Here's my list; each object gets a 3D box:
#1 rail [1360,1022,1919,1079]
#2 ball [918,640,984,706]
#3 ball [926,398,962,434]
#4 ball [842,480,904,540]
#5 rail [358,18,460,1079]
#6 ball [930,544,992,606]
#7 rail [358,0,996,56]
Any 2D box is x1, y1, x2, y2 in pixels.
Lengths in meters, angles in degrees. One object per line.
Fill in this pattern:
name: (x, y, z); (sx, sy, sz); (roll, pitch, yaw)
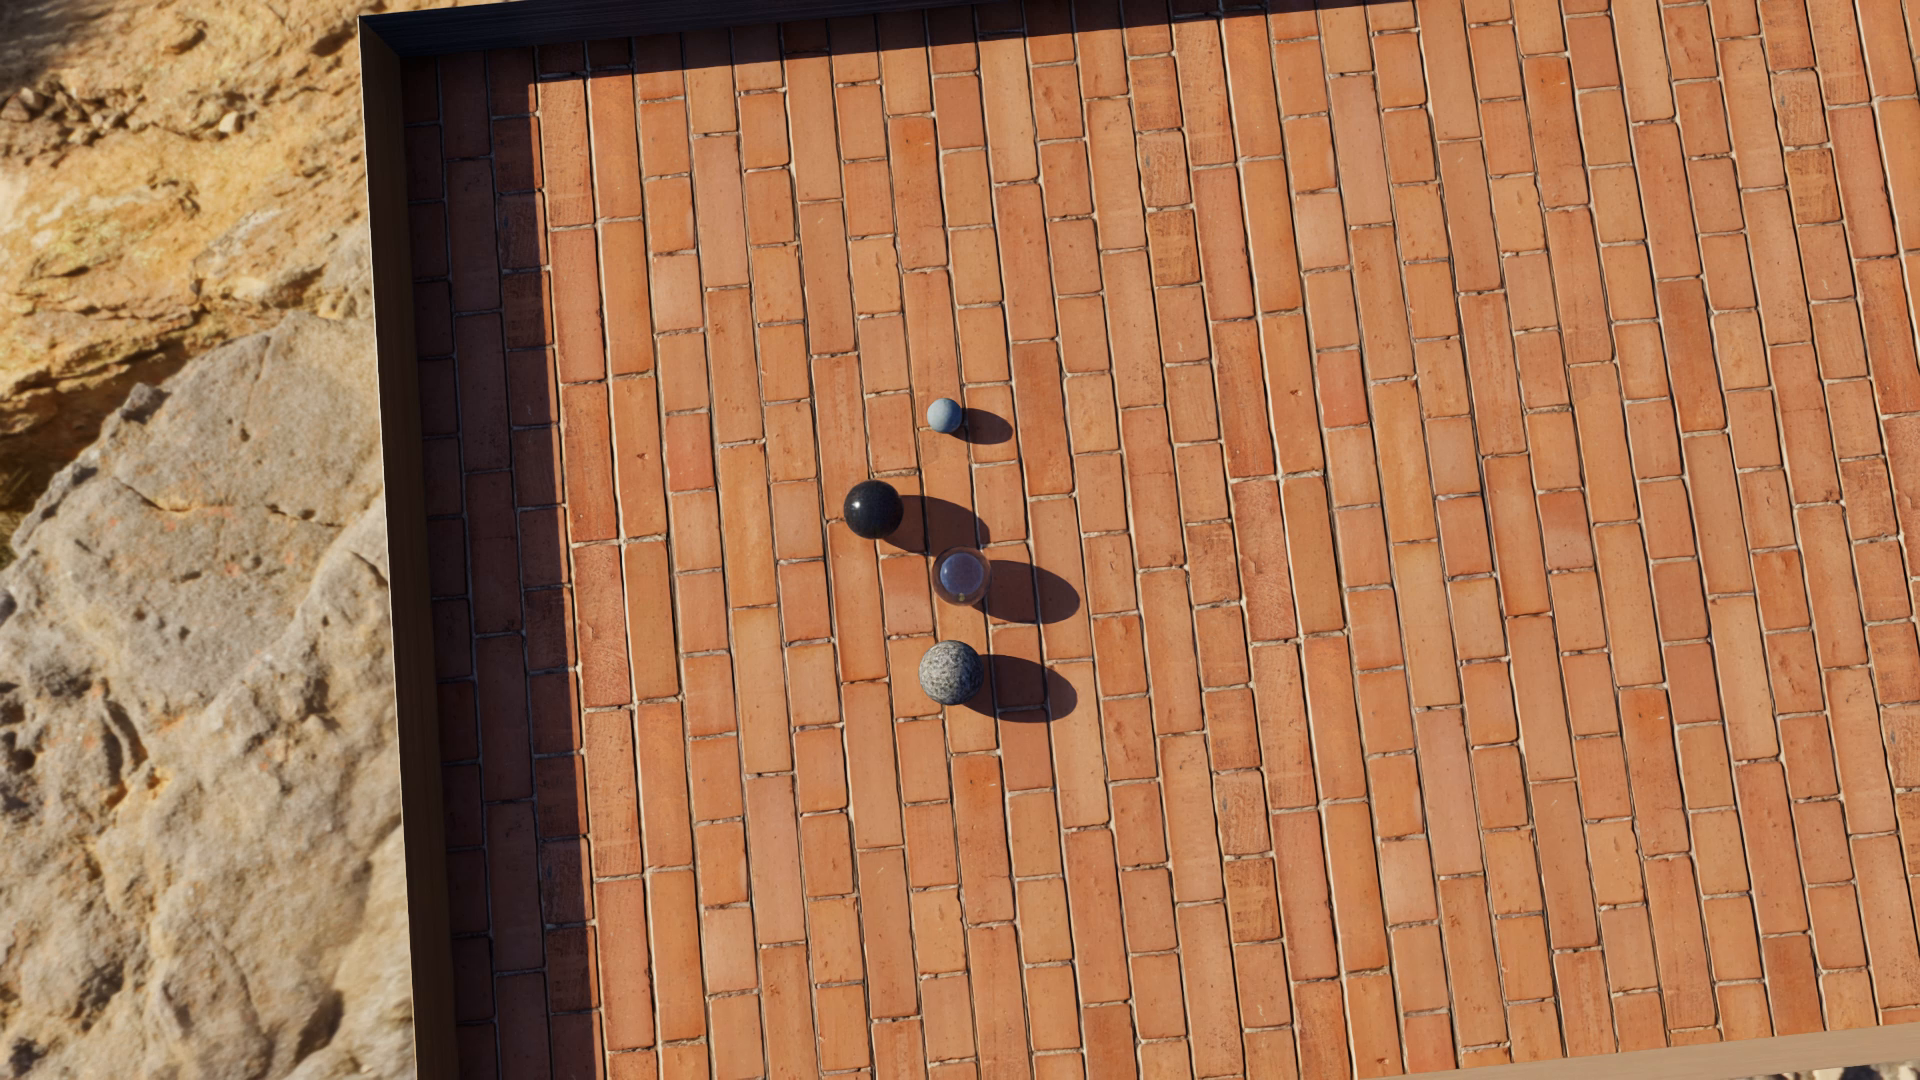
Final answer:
rail: (0.911, 0.753, 3.121); (3.321, 0.126, 0.045); (-6, 80, -1)
ball: (-0.013, 0.195, 3.235); (0.097, 0.097, 0.097); (0, 80, 0)
ball: (-0.023, -0.188, 3.324); (0.054, 0.054, 0.054); (0, 80, 0)
ball: (-0.129, -0.045, 3.281); (0.091, 0.091, 0.091); (0, 80, 0)
rail: (-0.803, 0.075, 3.241); (0.045, 0.126, 1.758); (-6, 80, -1)
ball: (0.002, 0.053, 3.263); (0.092, 0.092, 0.092); (0, 80, 0)
rail: (0.741, -0.923, 3.416); (3.321, 0.126, 0.045); (-6, 80, -1)
